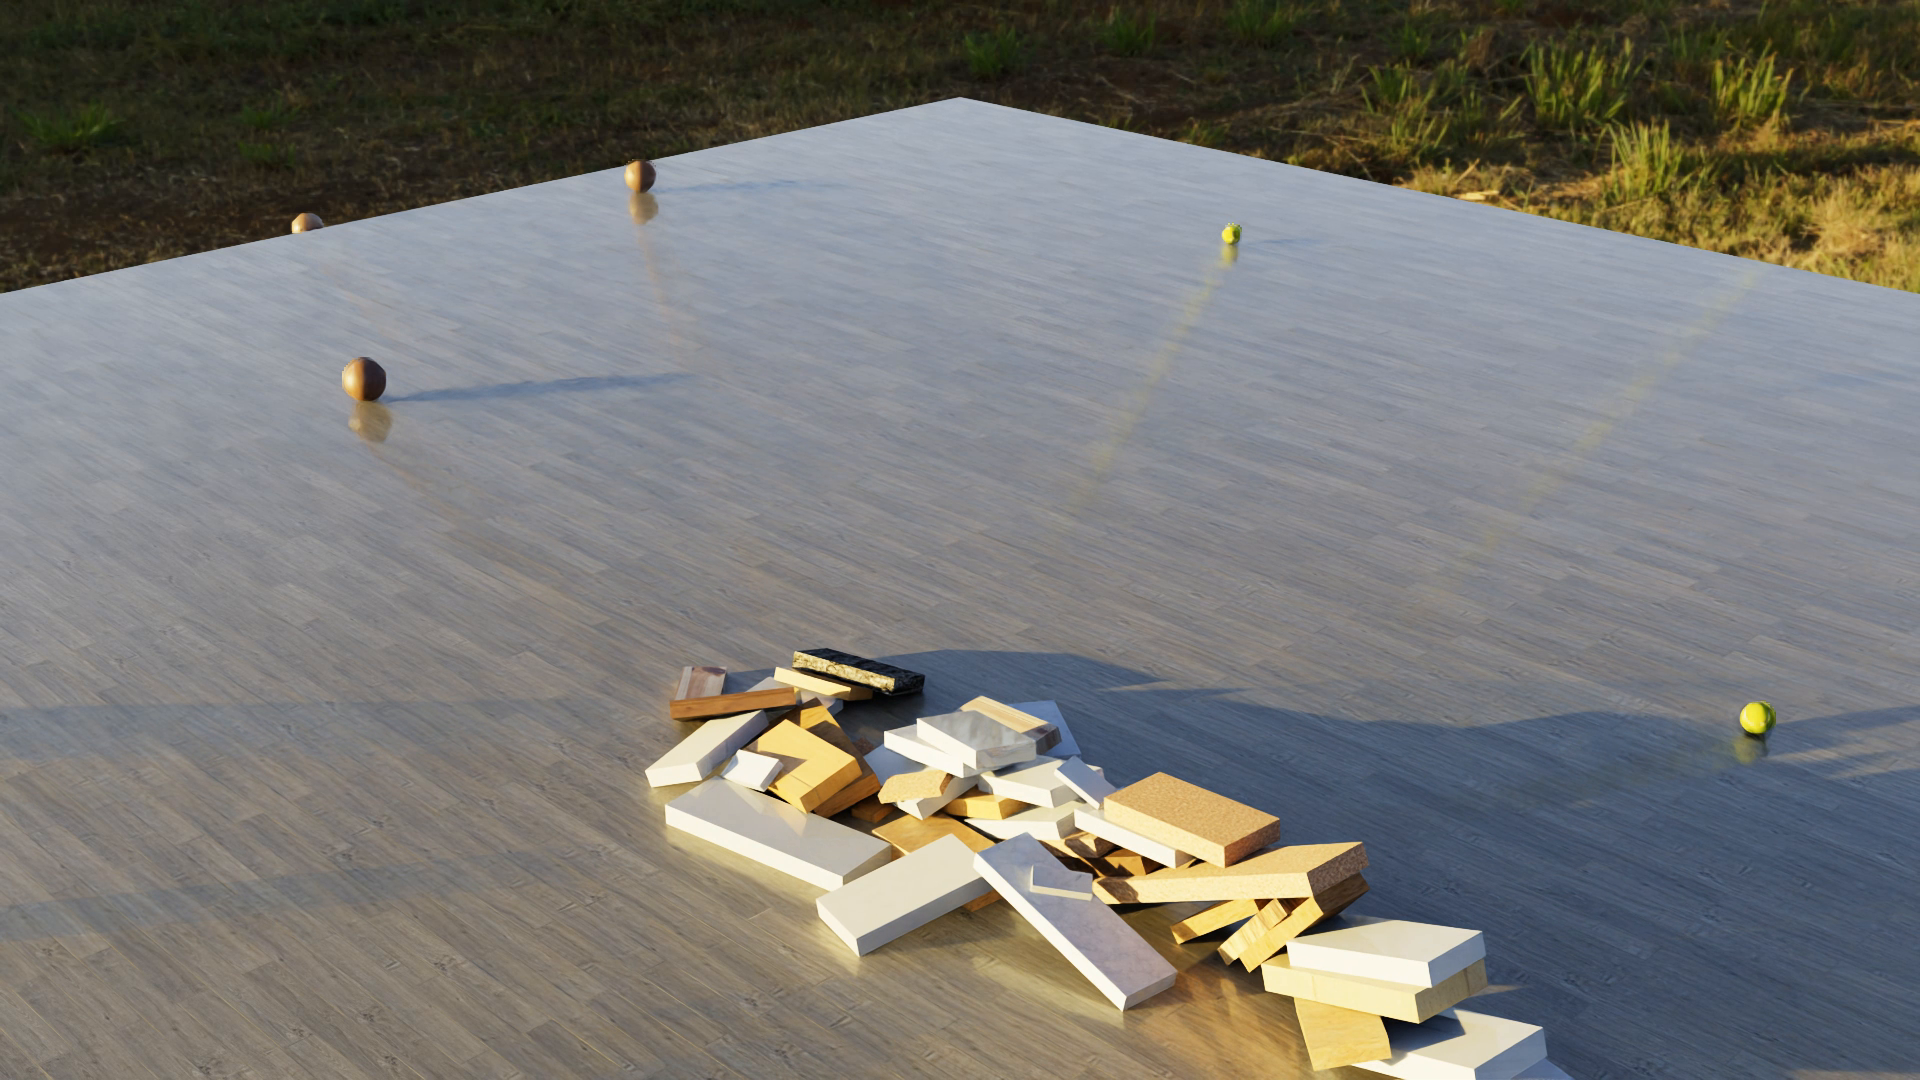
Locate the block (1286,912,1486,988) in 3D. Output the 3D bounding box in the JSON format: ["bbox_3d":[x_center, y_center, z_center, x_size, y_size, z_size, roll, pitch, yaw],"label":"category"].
[{"bbox_3d":[0.714,0.687,3.700,0.149,0.042,0.299,-17,9,-39],"label":"block"}]

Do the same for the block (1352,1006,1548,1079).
[{"bbox_3d":[0.768,0.826,3.618,0.174,0.049,0.347,-18,11,-36],"label":"block"}]

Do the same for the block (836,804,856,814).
[{"bbox_3d":[-0.267,0.524,4.505,0.058,0.016,0.116,-12,26,-26],"label":"block"}]

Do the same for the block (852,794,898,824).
[{"bbox_3d":[-0.163,0.537,4.474,0.058,0.016,0.116,14,27,30],"label":"block"}]

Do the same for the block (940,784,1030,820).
[{"bbox_3d":[0.034,0.512,4.411,0.128,0.036,0.257,-22,14,-41],"label":"block"}]

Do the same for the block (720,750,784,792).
[{"bbox_3d":[-0.424,0.469,4.476,0.136,0.019,0.068,7,53,48],"label":"block"}]

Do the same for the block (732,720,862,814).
[{"bbox_3d":[-0.335,0.460,4.489,0.142,0.040,0.283,-34,29,-23],"label":"block"}]

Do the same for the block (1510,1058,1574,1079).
[{"bbox_3d":[0.922,0.915,3.542,0.174,0.049,0.347,-14,26,-29],"label":"block"}]

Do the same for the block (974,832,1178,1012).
[{"bbox_3d":[0.204,0.684,3.981,0.125,0.035,0.421,-18,42,-36],"label":"block"}]

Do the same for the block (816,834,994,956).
[{"bbox_3d":[-0.099,0.657,4.090,0.300,0.042,0.150,-23,32,-24],"label":"block"}]

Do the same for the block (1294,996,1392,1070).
[{"bbox_3d":[0.632,0.804,3.650,0.125,0.035,0.250,-11,9,4],"label":"block"}]

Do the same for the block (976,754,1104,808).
[{"bbox_3d":[0.155,0.468,4.297,0.128,0.036,0.256,-19,12,-31],"label":"block"}]

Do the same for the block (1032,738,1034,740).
[{"bbox_3d":[0.017,0.444,4.531,0.296,0.019,0.068,-13,3,35],"label":"block"}]

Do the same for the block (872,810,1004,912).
[{"bbox_3d":[-0.018,0.614,4.260,0.150,0.042,0.300,-18,29,-37],"label":"block"}]

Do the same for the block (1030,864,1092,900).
[{"bbox_3d":[0.186,0.626,4.017,0.112,0.016,0.056,9,33,-2],"label":"block"}]

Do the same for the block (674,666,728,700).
[{"bbox_3d":[-0.581,0.341,4.922,0.100,0.028,0.200,0,23,0],"label":"block"}]

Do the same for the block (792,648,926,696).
[{"bbox_3d":[-0.229,0.296,4.960,0.268,0.038,0.134,13,7,29],"label":"block"}]

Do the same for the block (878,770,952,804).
[{"bbox_3d":[-0.089,0.487,4.356,0.136,0.019,0.068,-10,24,25],"label":"block"}]

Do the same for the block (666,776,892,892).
[{"bbox_3d":[-0.362,0.579,4.341,0.457,0.042,0.150,16,28,33],"label":"block"}]

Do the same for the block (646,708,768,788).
[{"bbox_3d":[-0.530,0.436,4.626,0.134,0.038,0.268,-11,15,31],"label":"block"}]

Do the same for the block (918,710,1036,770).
[{"bbox_3d":[0.031,0.393,4.355,0.131,0.037,0.262,-7,12,-26],"label":"block"}]

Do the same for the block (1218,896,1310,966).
[{"bbox_3d":[0.560,0.670,3.892,0.124,0.248,0.035,-21,69,-31],"label":"block"}]

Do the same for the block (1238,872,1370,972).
[{"bbox_3d":[0.599,0.667,3.836,0.124,0.248,0.035,-18,67,-37],"label":"block"}]

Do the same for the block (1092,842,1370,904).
[{"bbox_3d":[0.463,0.602,3.954,0.149,0.042,0.593,-19,3,-38],"label":"block"}]

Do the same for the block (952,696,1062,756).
[{"bbox_3d":[0.080,0.409,4.677,0.131,0.037,0.262,-30,29,-30],"label":"block"}]

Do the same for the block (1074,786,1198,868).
[{"bbox_3d":[0.350,0.534,4.100,0.129,0.036,0.257,-19,24,-38],"label":"block"}]

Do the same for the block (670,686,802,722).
[{"bbox_3d":[-0.482,0.356,4.754,0.268,0.038,0.134,-7,-8,1],"label":"block"}]

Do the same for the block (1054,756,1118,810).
[{"bbox_3d":[0.239,0.460,4.173,0.112,0.016,0.056,38,47,25],"label":"block"}]

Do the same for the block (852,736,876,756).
[{"bbox_3d":[-0.194,0.455,4.626,0.049,0.014,0.097,-31,45,-23],"label":"block"}]

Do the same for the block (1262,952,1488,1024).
[{"bbox_3d":[0.697,0.735,3.719,0.174,0.049,0.347,-16,9,-36],"label":"block"}]

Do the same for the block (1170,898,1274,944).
[{"bbox_3d":[0.500,0.662,3.962,0.124,0.035,0.247,-18,-11,-37],"label":"block"}]

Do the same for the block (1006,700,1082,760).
[{"bbox_3d":[0.169,0.421,4.723,0.125,0.035,0.250,-4,23,-10],"label":"block"}]

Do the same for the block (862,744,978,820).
[{"bbox_3d":[-0.099,0.478,4.465,0.142,0.040,0.283,-31,24,-24],"label":"block"}]

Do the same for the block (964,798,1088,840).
[{"bbox_3d":[0.143,0.544,4.304,0.128,0.036,0.257,-22,11,-42],"label":"block"}]

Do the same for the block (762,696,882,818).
[{"bbox_3d":[-0.295,0.451,4.567,0.142,0.040,0.394,-27,27,-11],"label":"block"}]

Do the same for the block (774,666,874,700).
[{"bbox_3d":[-0.305,0.320,4.925,0.200,0.028,0.100,13,5,29],"label":"block"}]

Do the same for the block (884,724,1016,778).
[{"bbox_3d":[-0.022,0.419,4.424,0.131,0.037,0.262,-10,14,-36],"label":"block"}]

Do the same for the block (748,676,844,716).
[{"bbox_3d":[-0.370,0.358,4.881,0.200,0.028,0.100,13,26,28],"label":"block"}]

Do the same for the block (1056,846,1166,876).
[{"bbox_3d":[0.305,0.597,4.169,0.129,0.036,0.257,-19,4,-38],"label":"block"}]

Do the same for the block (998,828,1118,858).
[{"bbox_3d":[0.210,0.570,4.254,0.129,0.036,0.257,-23,11,-42],"label":"block"}]

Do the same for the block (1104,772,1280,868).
[{"bbox_3d":[0.424,0.511,4.034,0.149,0.042,0.299,-19,24,-38],"label":"block"}]
